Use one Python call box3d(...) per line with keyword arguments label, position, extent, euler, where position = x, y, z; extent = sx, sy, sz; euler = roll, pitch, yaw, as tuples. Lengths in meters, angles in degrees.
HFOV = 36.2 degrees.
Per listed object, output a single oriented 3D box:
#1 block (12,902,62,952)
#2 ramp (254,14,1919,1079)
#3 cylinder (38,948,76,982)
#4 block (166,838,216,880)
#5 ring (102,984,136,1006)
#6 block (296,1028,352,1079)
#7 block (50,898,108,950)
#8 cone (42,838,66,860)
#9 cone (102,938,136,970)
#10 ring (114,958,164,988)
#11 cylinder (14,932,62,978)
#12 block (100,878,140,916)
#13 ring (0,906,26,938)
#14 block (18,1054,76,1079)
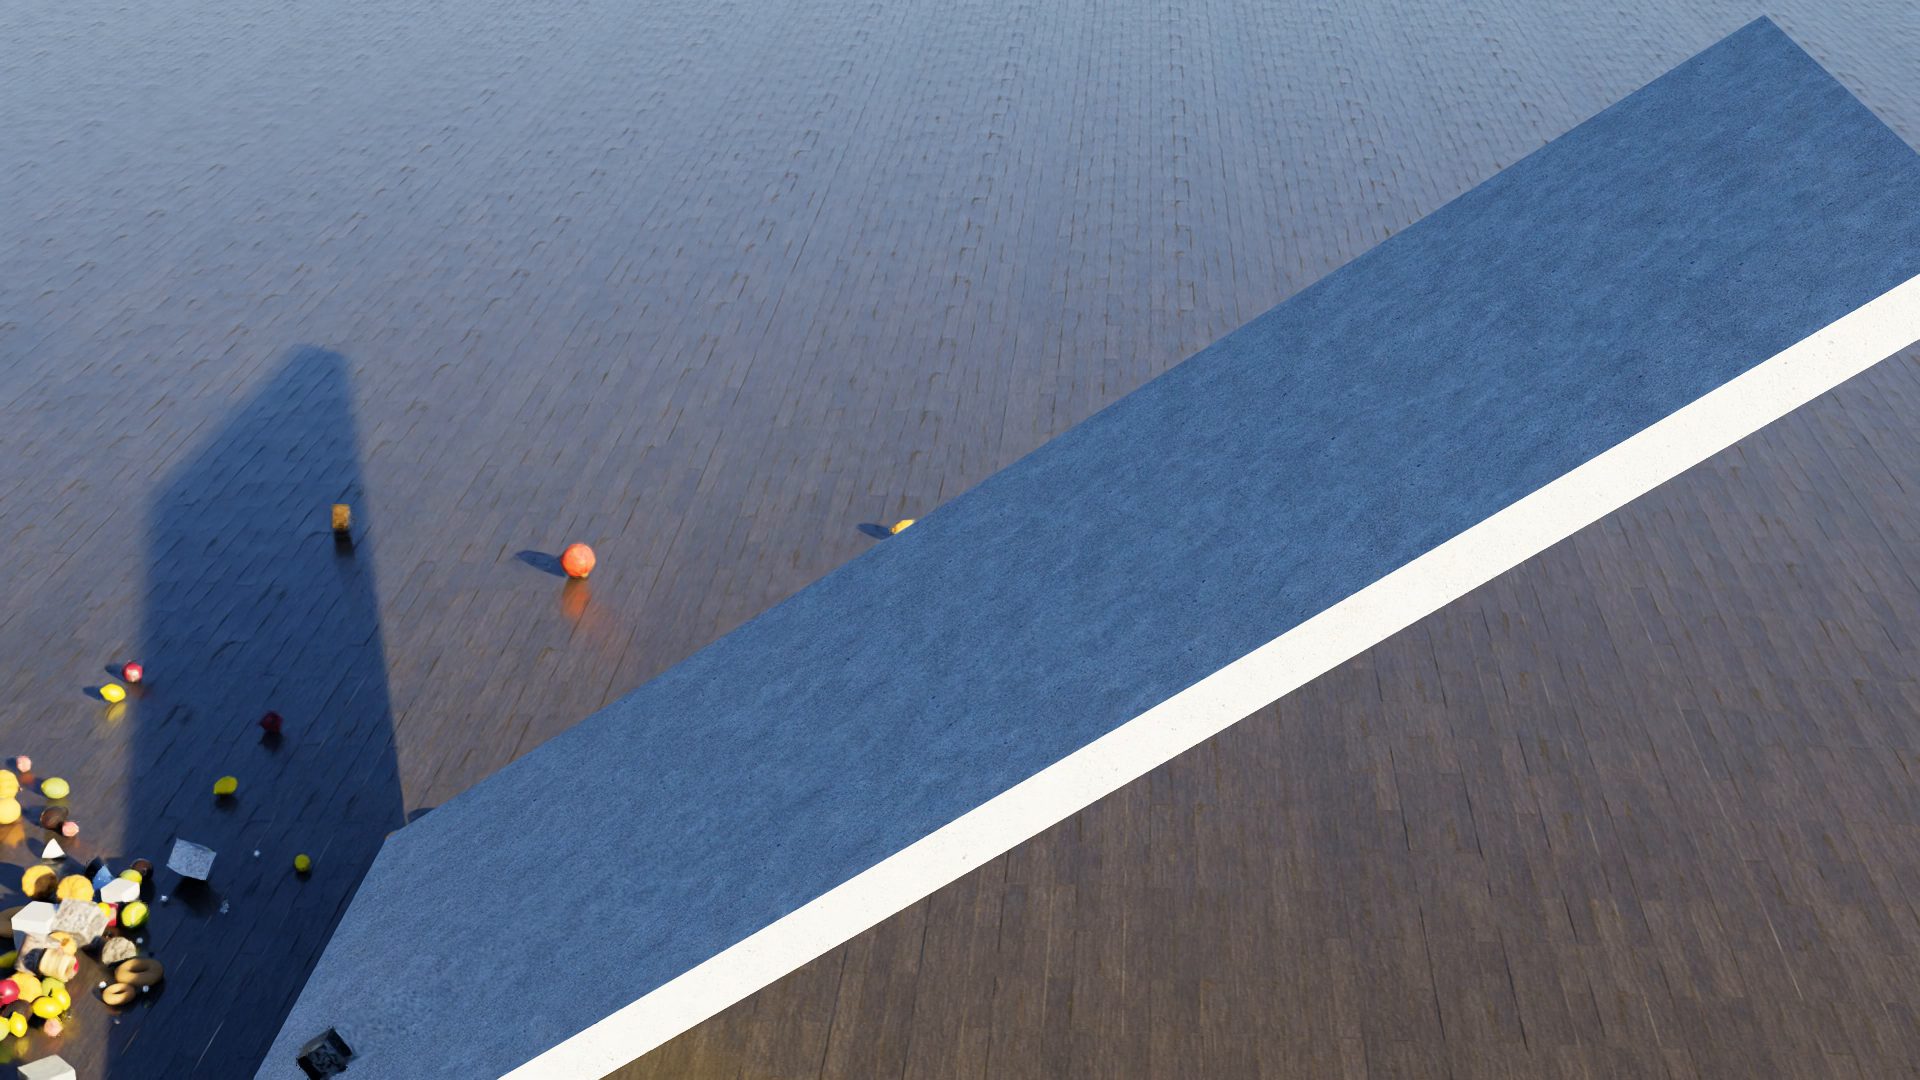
box3d(label="block", position=(-2.277, 0.964, 7.289), extent=(0.095, 0.095, 0.095), euler=(5, 21, 14))
box3d(label="ramp", position=(0.140, 0.170, 6.295), extent=(4.000, 0.100, 2.000), euler=(-31, 15, 14))
box3d(label="cylinder", position=(-2.162, 1.018, 7.042), extent=(0.063, 0.063, 0.063), euler=(21, 22, 2))
box3d(label="block", position=(-1.997, 0.830, 7.640), extent=(0.076, 0.076, 0.076), euler=(19, -3, 41))
box3d(label="ring", position=(-2.016, 1.089, 7.051), extent=(0.080, 0.027, 0.080), euler=(0, 21, 0))
box3d(label="block", position=(-1.350, 1.098, 6.247), extent=(0.073, 0.073, 0.073), euler=(-30, 16, 16))
box3d(label="block", position=(-2.181, 0.951, 7.284), extent=(0.088, 0.088, 0.088), euler=(6, 54, 14))
box3d(label="cone", position=(-2.381, 0.827, 7.762), extent=(0.057, 0.057, 0.057), euler=(38, 26, 2))
box3d(label="cone", position=(-2.056, 1.017, 7.229), extent=(0.083, 0.083, 0.083), euler=(-1, -6, -2))
box3d(label="ring", position=(-1.991, 1.051, 7.135), extent=(0.117, 0.039, 0.117), euler=(1, 19, 0))
box3d(label="cylinder", position=(-2.237, 1.006, 7.135), extent=(0.090, 0.090, 0.090), euler=(18, -5, 1))
box3d(label="block", position=(-2.134, 0.909, 7.480), extent=(0.066, 0.066, 0.066), euler=(9, 22, 22))
box3d(label="ring", position=(-2.363, 0.959, 7.382), extent=(0.125, 0.042, 0.125), euler=(-1, 20, 0))
box3d(label="block", position=(-2.042, 1.225, 6.587), extent=(0.091, 0.091, 0.091), euler=(-17, 26, -39))
